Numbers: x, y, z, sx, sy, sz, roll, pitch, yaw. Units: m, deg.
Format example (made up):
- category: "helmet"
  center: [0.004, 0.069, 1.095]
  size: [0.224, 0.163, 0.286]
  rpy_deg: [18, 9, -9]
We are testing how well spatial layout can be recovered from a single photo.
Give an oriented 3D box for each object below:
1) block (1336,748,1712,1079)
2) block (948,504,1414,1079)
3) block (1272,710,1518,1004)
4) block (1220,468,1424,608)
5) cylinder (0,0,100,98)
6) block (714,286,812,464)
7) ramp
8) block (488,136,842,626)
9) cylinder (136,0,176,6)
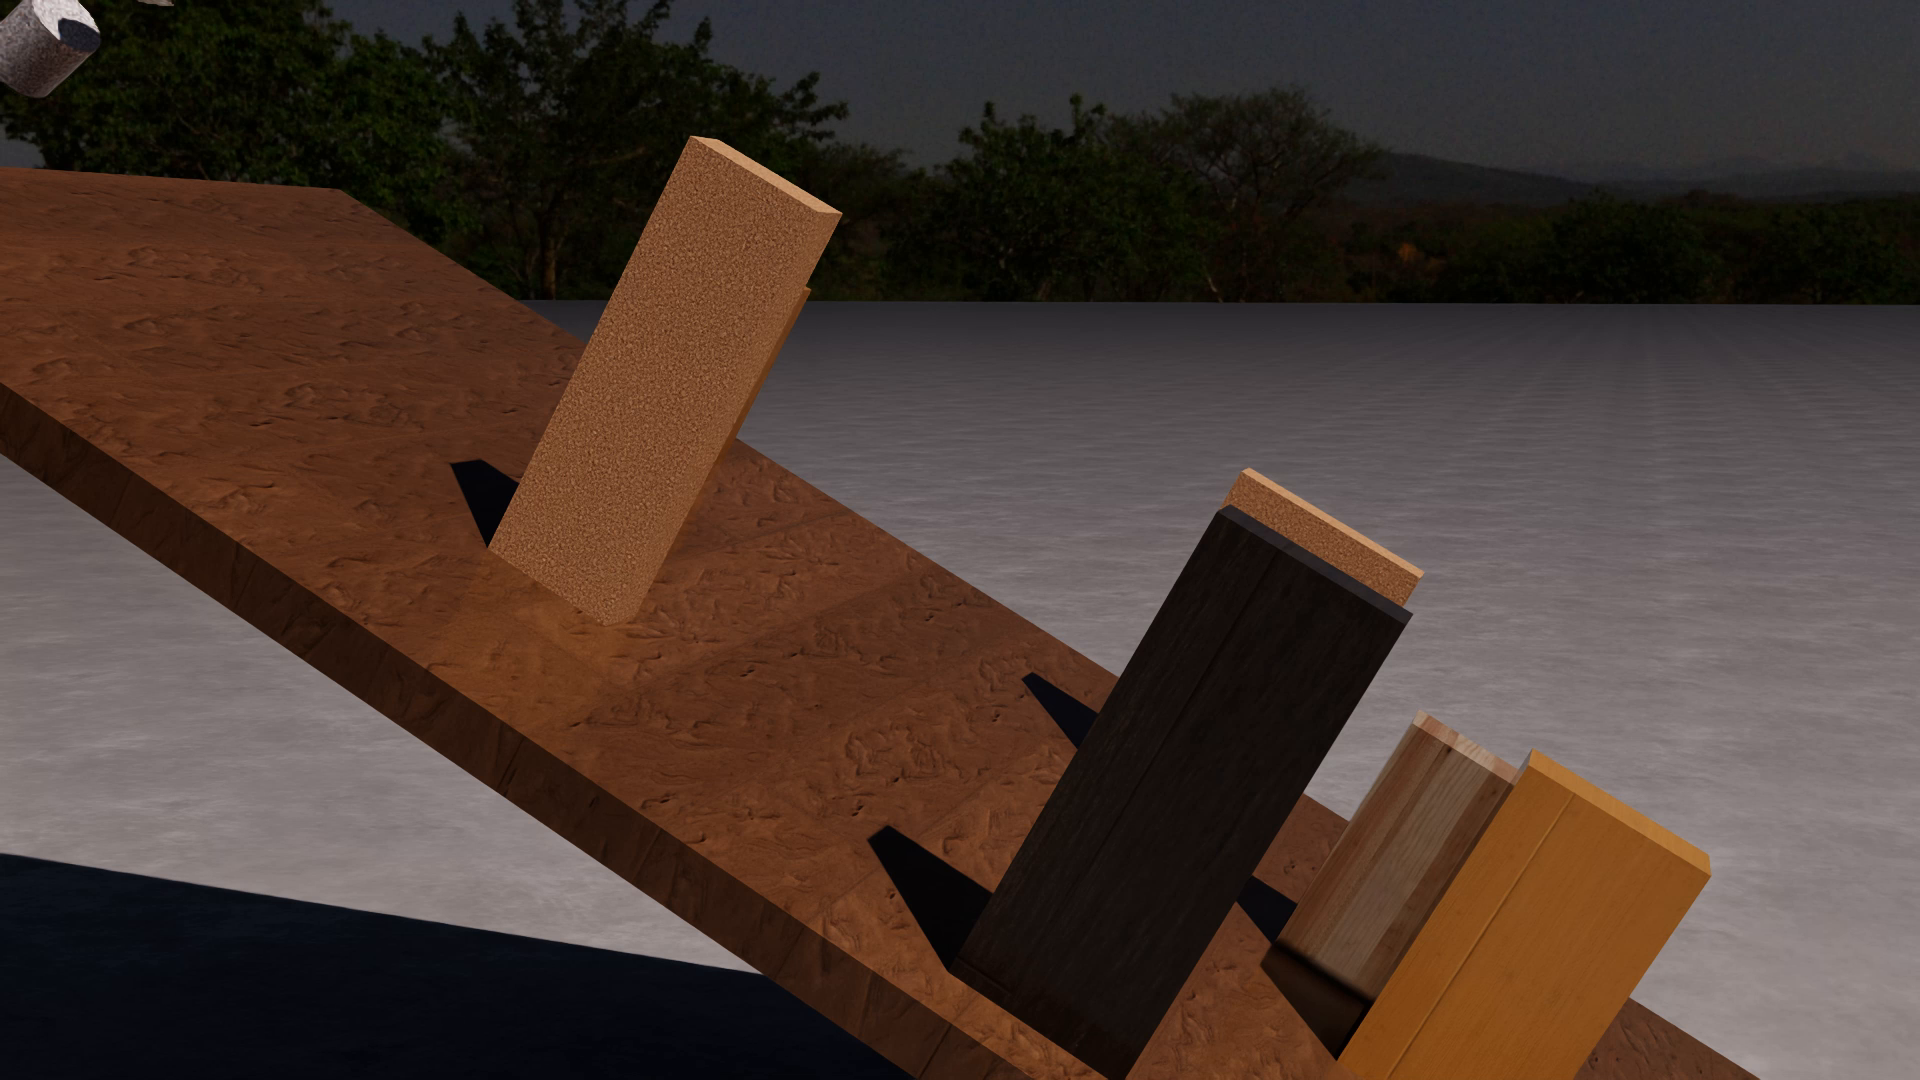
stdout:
- category: "block"
  center: [0.914, 0.684, 3.587]
  size: [0.322, 0.595, 0.133]
  rpy_deg: [32, 15, 11]
- category: "block"
  center: [0.306, 0.366, 3.128]
  size: [0.297, 0.789, 0.103]
  rpy_deg: [32, 15, 11]
- category: "block"
  center: [0.857, 0.618, 3.928]
  size: [0.387, 0.484, 0.131]
  rpy_deg: [32, 15, 11]
- category: "block"
  center: [0.568, 0.242, 4.328]
  size: [0.395, 0.653, 0.090]
  rpy_deg: [32, 15, 11]
- category: "cylinder"
  center: [-1.865, -1.011, 4.466]
  size: [0.160, 0.160, 0.160]
  rpy_deg: [-33, -6, 22]
- category: "block"
  center: [-0.559, -0.428, 4.906]
  size: [0.265, 0.446, 0.103]
  rpy_deg: [32, 15, 11]
- category: "ramp"
  center: [-0.195, 0.321, 4.133]
  size: [4.000, 0.100, 2.000]
  rpy_deg: [32, 15, 11]
- category: "block"
  center: [-0.506, -0.264, 3.730]
  size: [0.255, 0.799, 0.116]
  rpy_deg: [32, 15, 11]
- category: "cylinder"
  center: [-1.592, -1.128, 4.282]
  size: [0.141, 0.141, 0.141]
  rpy_deg: [11, 3, 0]
